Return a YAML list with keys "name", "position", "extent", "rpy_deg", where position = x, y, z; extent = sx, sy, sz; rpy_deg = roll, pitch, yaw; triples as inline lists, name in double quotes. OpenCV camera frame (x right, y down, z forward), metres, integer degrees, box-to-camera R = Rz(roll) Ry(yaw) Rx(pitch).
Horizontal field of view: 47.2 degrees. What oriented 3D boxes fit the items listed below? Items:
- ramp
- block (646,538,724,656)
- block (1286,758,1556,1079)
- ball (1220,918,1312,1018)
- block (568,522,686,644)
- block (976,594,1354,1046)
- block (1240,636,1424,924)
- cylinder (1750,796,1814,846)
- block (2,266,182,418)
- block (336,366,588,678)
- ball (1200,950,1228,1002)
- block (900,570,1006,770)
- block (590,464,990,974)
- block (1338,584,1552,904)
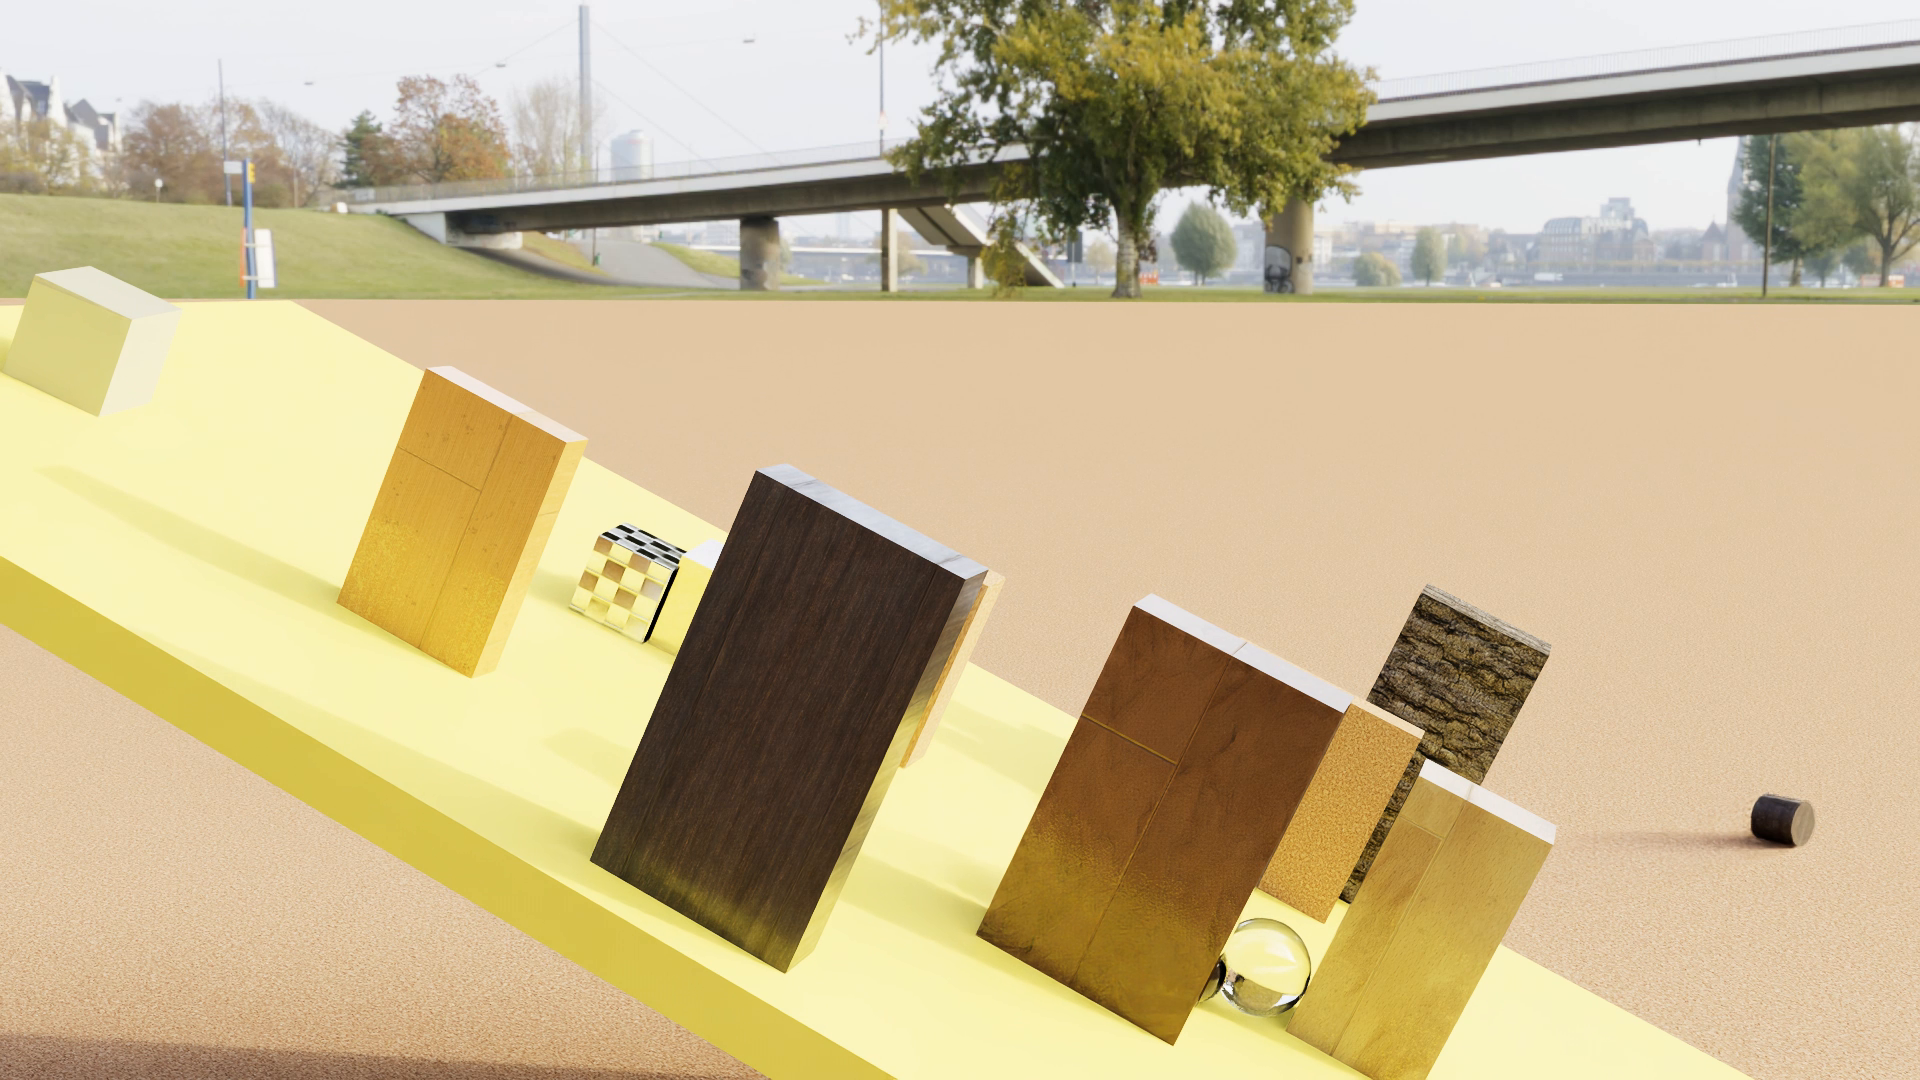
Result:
- name: "ramp"
  position: [-0.266, 0.455, 4.172]
  extent: [4.000, 0.100, 2.000]
  rpy_deg: [27, 14, 12]
- name: "block"
  position: [-0.474, 0.140, 4.381]
  extent: [0.194, 0.194, 0.194]
  rpy_deg: [26, 13, 5]
- name: "block"
  position: [0.802, 0.678, 3.834]
  extent: [0.247, 0.521, 0.137]
  rpy_deg: [27, 14, 12]
- name: "ball"
  position: [0.529, 0.747, 3.850]
  extent: [0.171, 0.171, 0.171]
  rpy_deg: [0, 7, 0]
- name: "block"
  position: [-0.647, 0.084, 4.363]
  extent: [0.163, 0.163, 0.163]
  rpy_deg: [26, 13, 5]
- name: "block"
  position: [0.334, 0.458, 3.629]
  extent: [0.373, 0.628, 0.138]
  rpy_deg: [27, 14, 12]
- name: "block"
  position: [0.659, 0.490, 4.494]
  extent: [0.415, 0.435, 0.080]
  rpy_deg: [27, 14, 12]
- name: "cylinder"
  position: [2.684, 0.916, 7.177]
  extent: [0.144, 0.144, 0.144]
  rpy_deg: [-6, 9, -40]
- name: "block"
  position: [-1.683, -0.388, 4.275]
  extent: [0.206, 0.206, 0.206]
  rpy_deg: [25, 13, 2]
- name: "block"
  position: [-0.862, -0.031, 3.800]
  extent: [0.288, 0.454, 0.082]
  rpy_deg: [27, 14, 12]
- name: "ball"
  position: [0.399, 0.733, 3.780]
  extent: [0.125, 0.125, 0.125]
  rpy_deg: [0, 7, 0]
- name: "block"
  position: [-0.172, 0.175, 4.322]
  extent: [0.377, 0.403, 0.123]
  rpy_deg: [27, 14, 12]
- name: "block"
  position: [-0.259, 0.264, 3.269]
  extent: [0.349, 0.662, 0.119]
  rpy_deg: [27, 14, 12]
- name: "block"
  position: [0.961, 0.458, 4.643]
  extent: [0.285, 0.665, 0.147]
  rpy_deg: [27, 14, 12]
